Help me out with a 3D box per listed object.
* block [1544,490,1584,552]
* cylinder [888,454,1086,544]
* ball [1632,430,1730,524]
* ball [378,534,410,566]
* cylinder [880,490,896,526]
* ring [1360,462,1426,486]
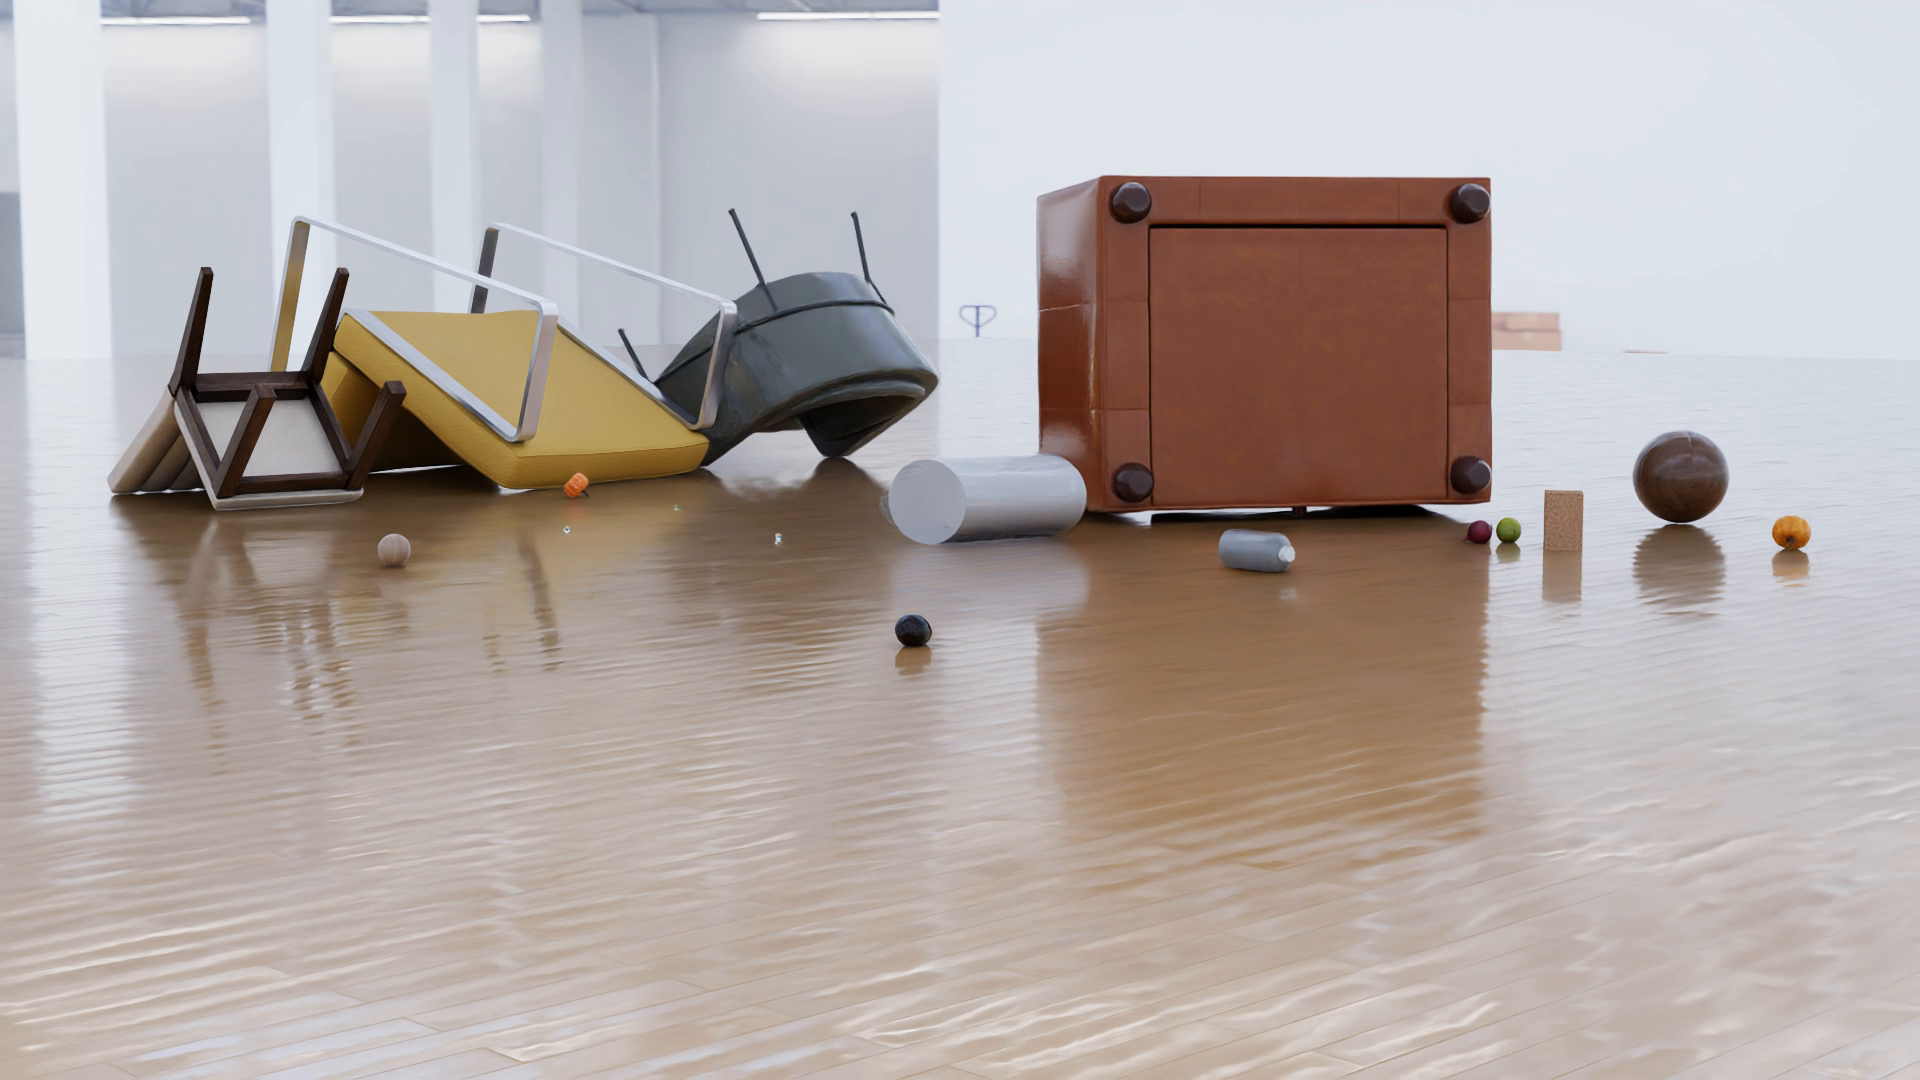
[{"bbox_3d":[1.455,-0.047,6.187,0.088,0.139,0.091,1,6,10],"label":"block"},{"bbox_3d":[0.067,-0.103,6.393,0.358,0.209,0.352,-4,3,-33],"label":"cylinder"},{"bbox_3d":[1.921,-0.169,6.838,0.250,0.250,0.250,0,6,0],"label":"ball"},{"bbox_3d":[-1.286,0.023,5.833,0.074,0.074,0.074,0,6,0],"label":"ball"},{"bbox_3d":[-0.061,-0.088,6.704,0.163,0.114,0.308,-4,5,-33],"label":"cylinder"},{"bbox_3d":[1.374,-0.210,8.157,0.144,0.062,0.270,-2,7,-32],"label":"ring"}]
